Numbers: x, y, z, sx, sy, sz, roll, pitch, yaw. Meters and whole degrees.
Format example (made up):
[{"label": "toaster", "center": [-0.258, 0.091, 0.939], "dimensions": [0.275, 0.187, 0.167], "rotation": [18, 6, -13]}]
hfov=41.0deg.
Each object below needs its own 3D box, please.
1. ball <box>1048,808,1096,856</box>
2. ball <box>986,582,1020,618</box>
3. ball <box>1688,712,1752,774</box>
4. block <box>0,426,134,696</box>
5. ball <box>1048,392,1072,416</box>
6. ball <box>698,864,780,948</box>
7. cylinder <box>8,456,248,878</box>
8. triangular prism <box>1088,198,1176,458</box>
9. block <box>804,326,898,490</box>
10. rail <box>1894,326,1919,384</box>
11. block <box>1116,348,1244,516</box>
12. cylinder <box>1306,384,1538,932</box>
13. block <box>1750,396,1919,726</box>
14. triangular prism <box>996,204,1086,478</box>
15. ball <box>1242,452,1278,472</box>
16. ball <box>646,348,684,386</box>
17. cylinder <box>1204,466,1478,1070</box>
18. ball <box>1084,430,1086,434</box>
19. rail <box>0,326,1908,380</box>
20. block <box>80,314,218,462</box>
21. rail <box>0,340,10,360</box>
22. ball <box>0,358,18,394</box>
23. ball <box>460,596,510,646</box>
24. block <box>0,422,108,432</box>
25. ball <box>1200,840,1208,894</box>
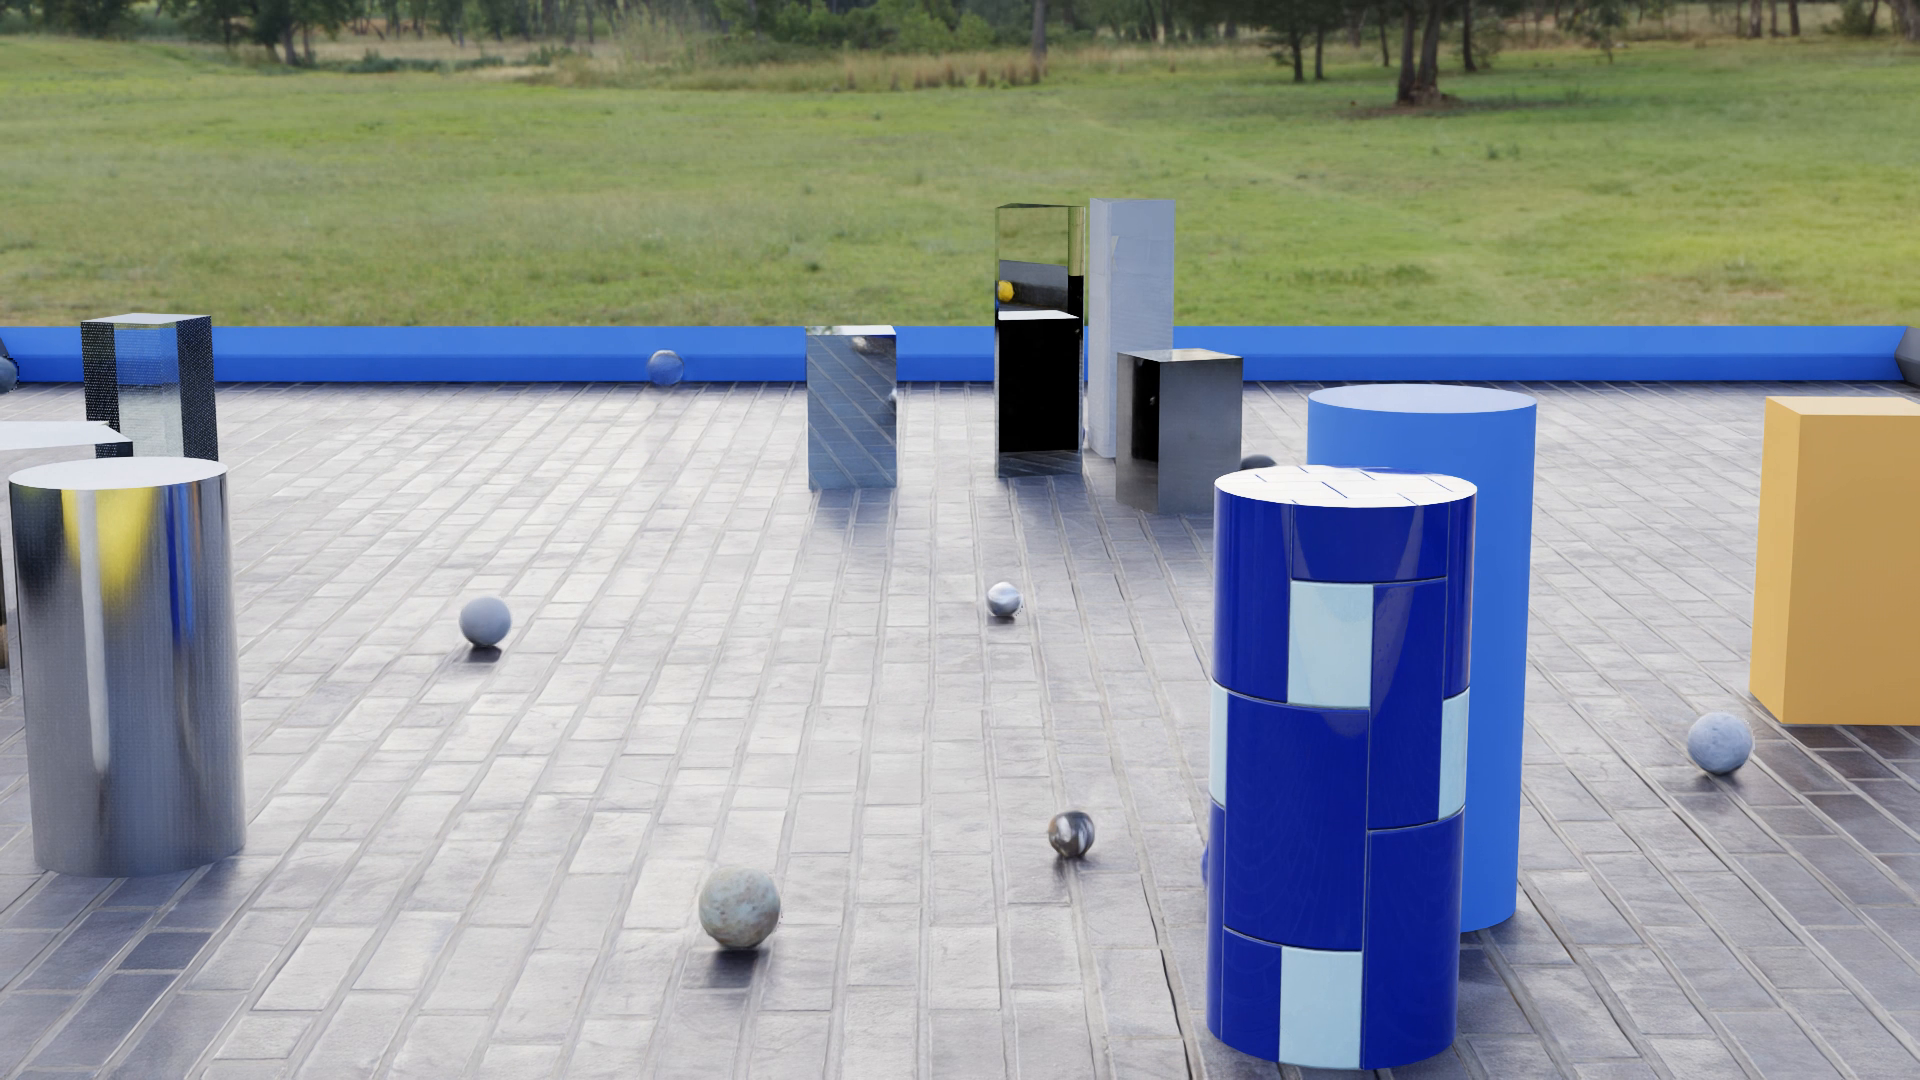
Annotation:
[{"label": "ball", "center": [0.104, 0.272, 2.385], "dimensions": [0.045, 0.045, 0.045], "rotation": [0, 11, 0]}, {"label": "ball", "center": [0.058, 0.080, 3.414], "dimensions": [0.046, 0.046, 0.046], "rotation": [0, 11, 0]}, {"label": "ball", "center": [0.788, 0.210, 2.660], "dimensions": [0.064, 0.064, 0.064], "rotation": [0, 11, 0]}, {"label": "block", "center": [-1.075, 0.021, 3.064], "dimensions": [0.154, 0.290, 0.154], "rotation": [-6, 12, -29]}, {"label": "ball", "center": [0.208, -0.283, 5.349], "dimensions": [0.052, 0.052, 0.052], "rotation": [0, 11, 0]}, {"label": "ball", "center": [-0.184, 0.305, 2.138], "dimensions": [0.069, 0.069, 0.069], "rotation": [0, 11, 0]}, {"label": "cylinder", "center": [-0.770, 0.113, 2.384], "dimensions": [0.192, 0.356, 0.192], "rotation": [0, 11, 0]}, {"label": "triangular prism", "center": [0.294, -0.406, 4.857], "dimensions": [0.166, 0.474, 0.144], "rotation": [-8, 13, -37]}, {"label": "block", "center": [-0.192, -0.235, 4.500], "dimensions": [0.154, 0.267, 0.154], "rotation": [-1, 11, -5]}, {"label": "rail", "center": [2.190, 0.030, 3.462], "dimensions": [0.045, 0.125, 5.080], "rotation": [0, 11, 0]}, {"label": "block", "center": [0.363, -0.182, 4.262], "dimensions": [0.154, 0.251, 0.154], "rotation": [-4, 11, -23]}, {"label": "cylinder", "center": [0.393, 0.098, 2.225], "dimensions": [0.192, 0.445, 0.192], "rotation": [0, 11, 0]}, {"label": "block", "center": [1.000, 0.021, 2.905], "dimensions": [0.154, 0.348, 0.154], "rotation": [1, 11, 3]}, {"label": "triangular prism", "center": [0.120, -0.362, 4.611], "dimensions": [0.166, 0.476, 0.144], "rotation": [-4, 11, -18]}, {"label": "ball", "center": [0.503, -0.110, 4.350], "dimensions": [0.077, 0.077, 0.077], "rotation": [0, 11, 0]}, {"label": "ball", "center": [-0.672, -0.394, 5.853], "dimensions": [0.085, 0.085, 0.085], "rotation": [0, 11, 0]}, {"label": "cylinder", "center": [0.285, 0.165, 1.935], "dimensions": [0.192, 0.419, 0.192], "rotation": [0, 11, 0]}, {"label": "ball", "center": [0.220, -0.208, 4.962], "dimensions": [0.045, 0.045, 0.045], "rotation": [0, 11, 0]}, {"label": "rail", "center": [-0.014, -0.428, 5.923], "dimensions": [4.427, 0.125, 0.045], "rotation": [0, 11, 0]}, {"label": "block", "center": [-1.393, -0.234, 4.418], "dimensions": [0.154, 0.296, 0.154], "rotation": [3, 11, 17]}, {"label": "rail", "center": [-2.190, 0.034, 3.437], "dimensions": [0.045, 0.125, 5.080], "rotation": [0, 11, 0]}, {"label": "ball", "center": [-2.144, -0.367, 5.716], "dimensions": [0.083, 0.083, 0.083], "rotation": [0, 11, 0]}, {"label": "ball", "center": [-0.600, 0.103, 3.240], "dimensions": [0.064, 0.064, 0.064], "rotation": [0, 11, 0]}, {"label": "block", "center": [-1.231, -0.025, 3.426], "dimensions": [0.154, 0.248, 0.154], "rotation": [0, 11, -1]}, {"label": "ball", "center": [0.254, 0.281, 2.197], "dimensions": [0.096, 0.096, 0.096], "rotation": [0, 11, 0]}]
